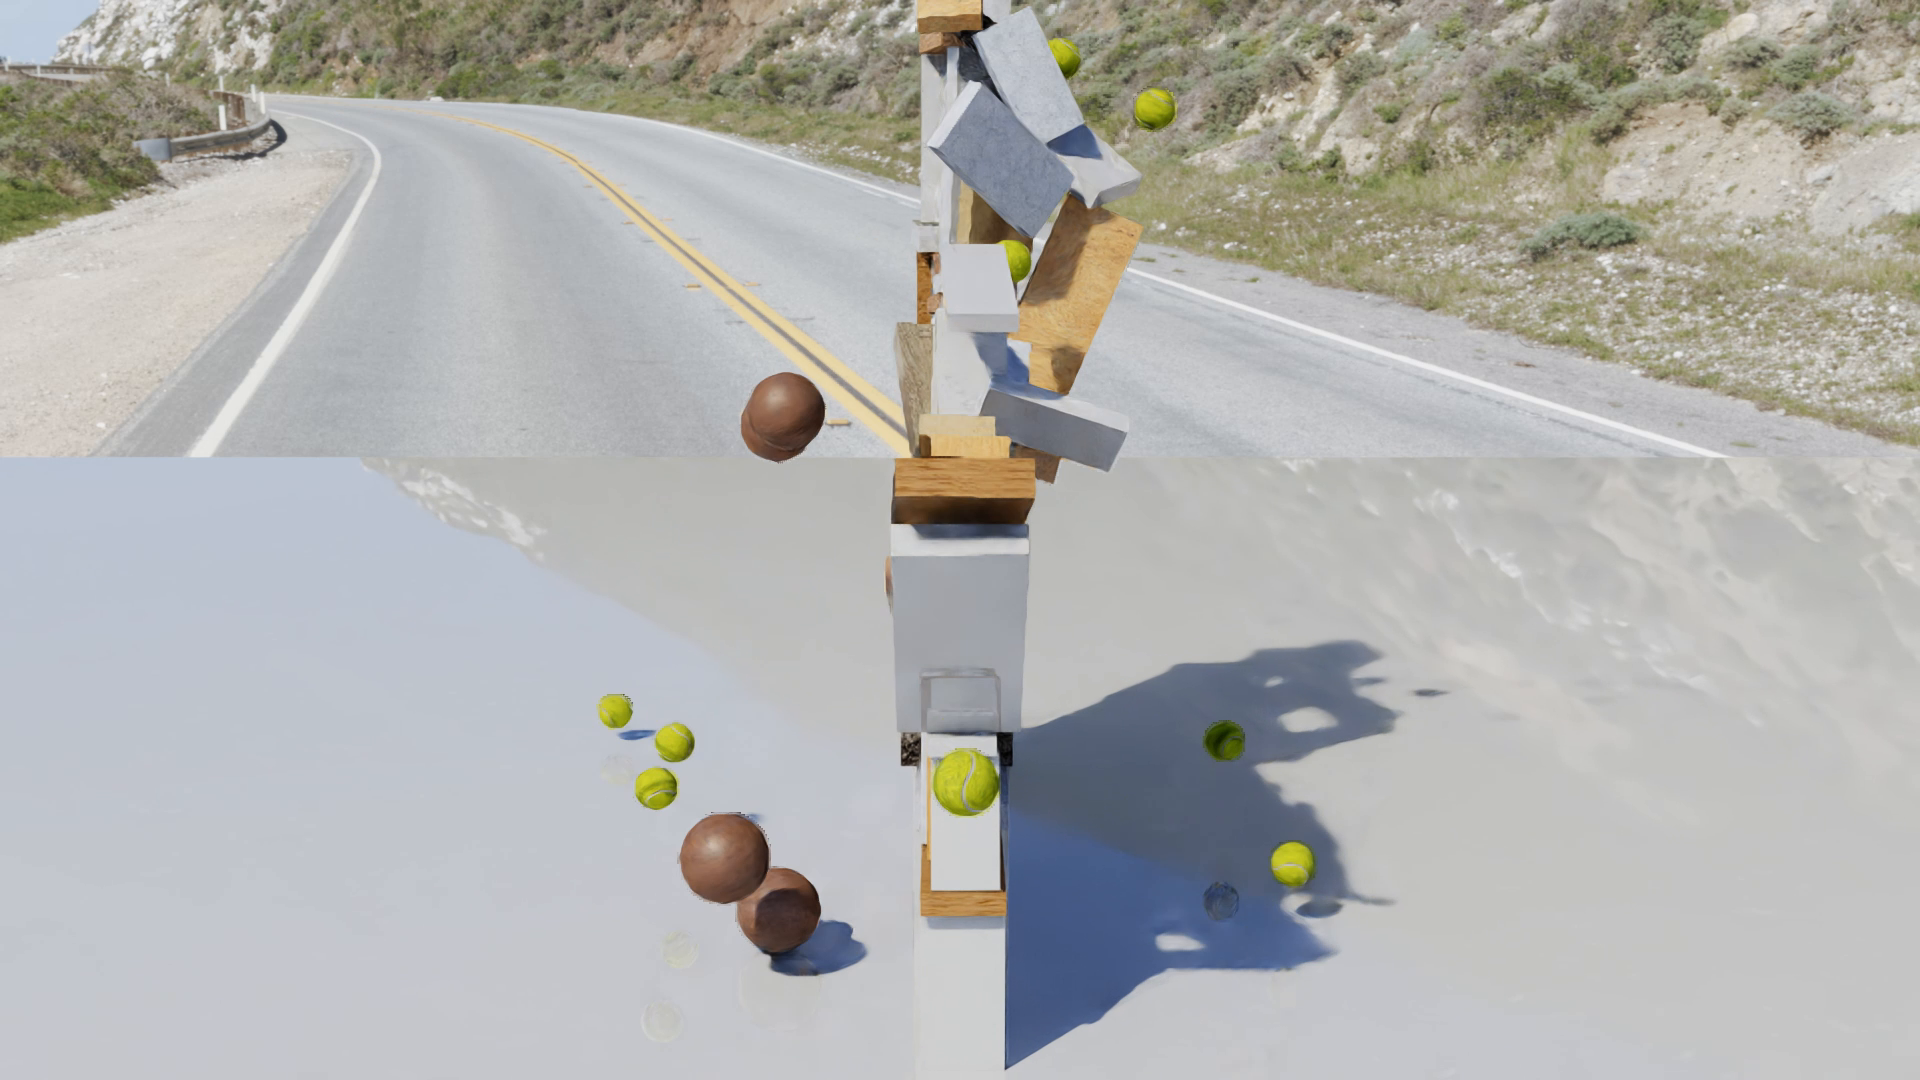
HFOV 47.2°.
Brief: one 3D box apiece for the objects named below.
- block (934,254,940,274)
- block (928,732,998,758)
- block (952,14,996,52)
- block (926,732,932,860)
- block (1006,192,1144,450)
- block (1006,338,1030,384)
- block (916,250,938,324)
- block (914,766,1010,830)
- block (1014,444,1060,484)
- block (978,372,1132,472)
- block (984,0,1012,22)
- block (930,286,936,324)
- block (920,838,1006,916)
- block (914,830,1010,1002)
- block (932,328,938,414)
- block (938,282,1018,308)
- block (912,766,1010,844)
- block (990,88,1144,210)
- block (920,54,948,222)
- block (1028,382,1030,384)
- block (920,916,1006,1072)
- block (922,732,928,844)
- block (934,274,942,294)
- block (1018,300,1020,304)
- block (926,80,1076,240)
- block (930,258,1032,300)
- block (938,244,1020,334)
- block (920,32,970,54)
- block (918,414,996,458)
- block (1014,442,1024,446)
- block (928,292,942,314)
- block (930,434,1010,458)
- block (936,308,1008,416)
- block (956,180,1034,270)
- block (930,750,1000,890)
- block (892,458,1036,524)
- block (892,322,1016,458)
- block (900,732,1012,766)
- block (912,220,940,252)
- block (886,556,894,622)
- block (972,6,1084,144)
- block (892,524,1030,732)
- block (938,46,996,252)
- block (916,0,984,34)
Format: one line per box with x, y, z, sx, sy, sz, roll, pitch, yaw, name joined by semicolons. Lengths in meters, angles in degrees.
0.012;-0.380;3.044;0.087;0.025;0.174;0;6;2;block
0.001;0.255;2.972;0.091;0.026;0.182;0;10;-1;block
0.035;-0.846;3.671;0.205;0.029;0.103;41;27;12;block
0.000;0.350;3.035;0.091;0.182;0.026;0;0;-1;block
0.126;-0.290;3.664;0.133;0.563;0.038;23;10;-7;block
0.039;-0.235;3.297;0.123;0.035;0.247;12;33;-4;block
0.004;-0.362;3.992;0.162;0.324;0.046;-1;10;-4;block
0.002;0.370;3.265;0.135;0.038;0.271;0;11;0;block
0.067;-0.131;3.385;0.139;0.039;0.486;15;3;-2;block
0.117;-0.149;2.799;0.184;0.026;0.092;18;-34;-3;block
0.042;-0.983;3.761;0.096;0.192;0.027;2;7;-3;block
0.020;-0.297;3.911;0.151;0.301;0.043;2;4;-4;block
0.004;0.462;3.022;0.114;0.032;0.228;0;11;0;block
0.003;0.539;3.204;0.135;0.271;0.038;0;11;0;block
0.008;-0.197;2.999;0.092;0.184;0.026;1;2;3;block
0.021;-0.312;2.944;0.092;0.026;0.184;-1;-6;-5;block
0.002;0.369;3.920;0.171;0.343;0.049;0;11;0;block
0.166;-0.660;3.651;0.266;0.038;0.133;44;40;16;block
0.004;-0.730;4.010;0.150;0.300;0.042;0;8;-2;block
0.047;-0.252;3.519;0.123;0.035;0.247;15;5;1;block
0.003;0.604;2.972;0.114;0.228;0.032;0;10;0;block
-0.005;0.306;3.113;0.097;0.244;0.028;0;-7;0;block
0.010;-0.355;3.039;0.087;0.025;0.174;-1;6;-2;block
0.030;-0.205;3.737;0.151;0.413;0.043;3;5;-3;block
0.067;-0.597;3.468;0.247;0.123;0.035;38;-7;-39;block
0.038;-0.451;3.798;0.151;0.043;0.301;2;11;-6;block
0.022;-0.322;2.796;0.087;0.025;0.289;0;24;-3;block
0.022;-0.886;3.889;0.150;0.042;0.300;1;10;-9;block
-0.002;-0.118;2.718;0.092;0.026;0.184;2;-12;1;block
0.060;-0.182;3.490;0.139;0.039;0.278;16;4;17;block
0.002;-0.340;3.158;0.084;0.024;0.275;-1;5;-4;block
0.010;-0.096;2.661;0.092;0.026;0.184;2;-8;-1;block
0.016;-0.211;2.893;0.092;0.184;0.026;-1;-3;-4;block
0.067;-0.598;3.747;0.133;0.266;0.038;-4;16;-34;block
0.007;0.372;2.917;0.091;0.182;0.026;0;0;0;block
-0.001;-0.047;2.720;0.163;0.046;0.327;0;-9;-3;block
-0.011;-0.207;3.141;0.139;0.039;0.278;2;43;-11;block
-0.005;0.171;3.307;0.167;0.334;0.047;0;1;0;block
-0.002;-0.562;4.059;0.162;0.046;0.324;-1;10;-4;block
-0.010;0.084;2.991;0.163;0.046;0.327;-1;-15;1;block
0.111;-0.745;3.555;0.103;0.205;0.029;-29;12;-12;block
-0.001;0.118;2.765;0.163;0.390;0.046;0;53;-1;block
0.047;-0.665;3.822;0.150;0.368;0.042;-2;12;-26;block
-0.013;-0.892;3.579;0.103;0.029;0.205;-3;43;5;block
